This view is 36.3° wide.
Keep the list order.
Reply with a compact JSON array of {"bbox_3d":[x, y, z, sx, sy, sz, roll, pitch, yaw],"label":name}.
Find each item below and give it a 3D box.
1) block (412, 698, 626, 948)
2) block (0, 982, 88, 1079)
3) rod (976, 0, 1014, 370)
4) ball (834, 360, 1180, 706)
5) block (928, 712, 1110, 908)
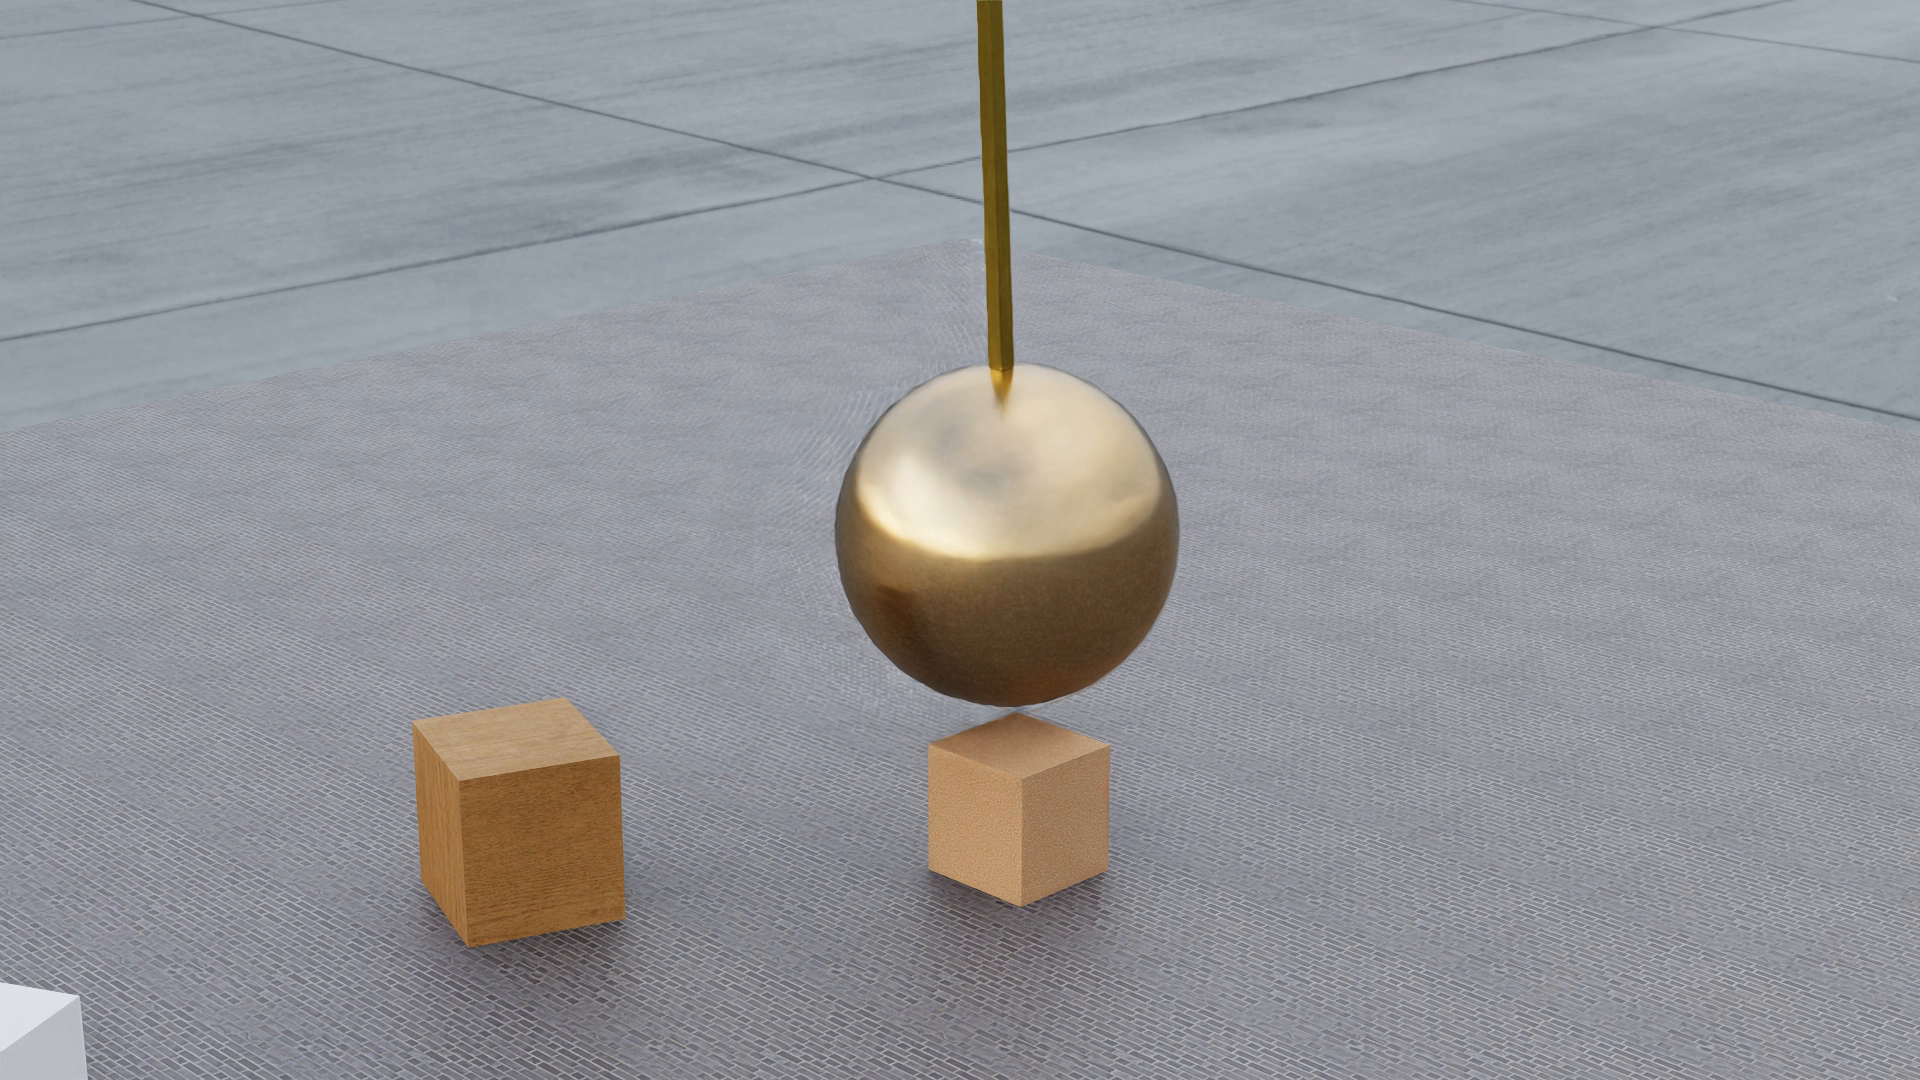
[{"bbox_3d":[-1.972,1.245,13.083,0.716,0.779,0.784,-8,19,-23],"label":"block"},{"bbox_3d":[-3.664,2.054,10.636,0.735,0.703,0.635,6,18,18],"label":"block"},{"bbox_3d":[0.094,-3.233,12.424,0.080,5.200,0.080,17,27,42],"label":"rod"},{"bbox_3d":[0.217,-0.030,13.560,1.600,1.600,1.600,0,17,0],"label":"ball"},{"bbox_3d":[0.269,1.224,13.420,0.579,0.618,0.592,-17,24,-42],"label":"block"}]
